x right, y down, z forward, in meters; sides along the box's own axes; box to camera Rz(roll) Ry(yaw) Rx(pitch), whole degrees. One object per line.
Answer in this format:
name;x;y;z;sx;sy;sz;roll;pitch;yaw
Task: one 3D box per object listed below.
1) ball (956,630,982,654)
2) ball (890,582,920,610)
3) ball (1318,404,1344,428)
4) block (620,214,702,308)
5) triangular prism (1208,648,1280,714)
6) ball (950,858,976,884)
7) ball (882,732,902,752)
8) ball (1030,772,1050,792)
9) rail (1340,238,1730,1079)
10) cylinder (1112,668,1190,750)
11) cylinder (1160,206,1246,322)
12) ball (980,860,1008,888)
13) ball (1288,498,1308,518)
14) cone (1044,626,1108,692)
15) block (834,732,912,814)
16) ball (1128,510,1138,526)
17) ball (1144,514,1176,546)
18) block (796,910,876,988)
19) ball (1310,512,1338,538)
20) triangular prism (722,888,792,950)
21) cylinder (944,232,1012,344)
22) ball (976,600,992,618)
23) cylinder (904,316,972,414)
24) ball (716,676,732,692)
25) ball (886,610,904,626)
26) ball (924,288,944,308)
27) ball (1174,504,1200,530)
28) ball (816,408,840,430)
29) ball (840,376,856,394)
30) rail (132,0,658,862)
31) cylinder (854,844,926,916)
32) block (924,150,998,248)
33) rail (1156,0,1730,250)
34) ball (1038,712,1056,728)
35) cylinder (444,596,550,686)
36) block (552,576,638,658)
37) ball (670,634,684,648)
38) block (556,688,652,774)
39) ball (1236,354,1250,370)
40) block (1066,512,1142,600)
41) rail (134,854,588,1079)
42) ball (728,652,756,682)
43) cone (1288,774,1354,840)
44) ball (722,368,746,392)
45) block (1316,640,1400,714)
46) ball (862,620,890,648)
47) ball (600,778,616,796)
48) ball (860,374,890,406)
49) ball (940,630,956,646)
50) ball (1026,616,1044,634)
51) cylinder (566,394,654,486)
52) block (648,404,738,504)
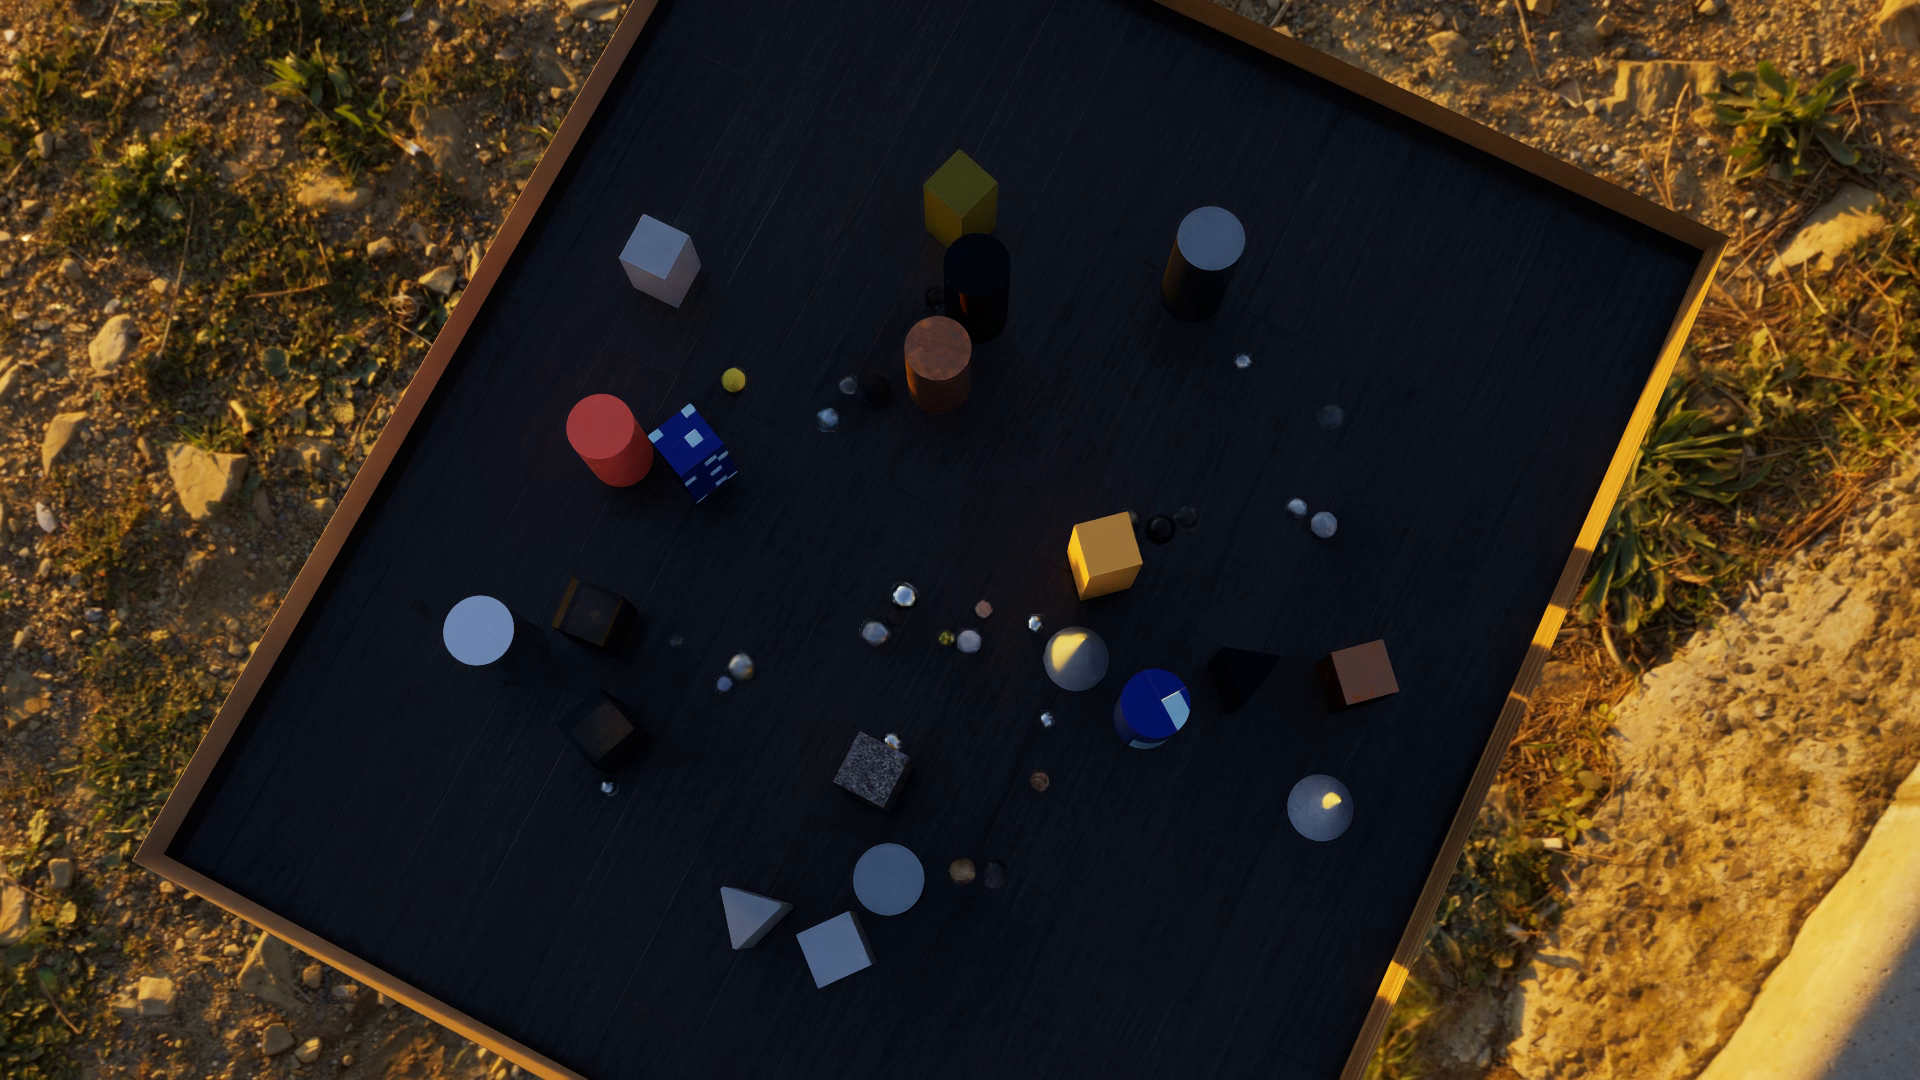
ball;0.028;0.307;5.515;0.075;0.075;0.075;0;78;0
ball;-0.166;0.171;5.537;0.086;0.086;0.086;0;78;0
ball;1.143;-0.382;5.656;0.078;0.078;0.078;0;78;0
block;-0.923;-0.859;5.660;0.158;0.263;0.158;26;79;5
triangular prism;0.807;0.384;5.386;0.148;0.296;0.171;38;81;7
ball;0.008;0.971;5.376;0.079;0.079;0.079;0;78;0
ball;-0.202;0.606;5.458;0.065;0.065;0.065;0;78;0
ball;0.237;0.717;5.438;0.059;0.059;0.059;0;78;0
rail;1.512;0.747;5.395;0.045;0.128;3.843;26;80;5
cylinder;0.552;0.495;5.341;0.197;0.338;0.197;0;78;0
cylinder;0.729;-0.827;5.545;0.197;0.475;0.197;0;78;0
ball;0.100;0.979;5.372;0.082;0.082;0.082;0;78;0
ball;1.032;-0.096;5.605;0.061;0.061;0.061;0;78;0
cone;0.352;0.319;5.351;0.197;0.391;0.197;0;78;0
block;-0.246;0.676;5.280;0.158;0.386;0.158;27;80;5
ball;0.521;-0.065;5.604;0.052;0.052;0.052;0;78;0
ball;0.609;-0.030;5.575;0.093;0.093;0.093;0;78;0
block;-0.347;1.159;5.197;0.158;0.352;0.158;-23;79;-5
ball;1.110;-0.047;5.585;0.081;0.081;0.081;0;78;0
triangular prism;-0.603;1.044;5.203;0.171;0.386;0.148;-43;81;-8
cylinder;0.050;-0.756;5.546;0.197;0.445;0.197;0;78;0
ball;0.072;0.210;5.547;0.052;0.052;0.052;0;78;0
cylinder;-0.065;-0.524;5.538;0.197;0.367;0.197;0;78;0
ball;-0.707;0.433;5.502;0.048;0.048;0.048;0;78;0
ball;-0.196;0.235;5.542;0.051;0.051;0.051;0;78;0
ball;-0.079;-0.759;5.740;0.065;0.065;0.065;0;78;0
ball;0.691;-0.069;5.590;0.080;0.080;0.080;0;78;0
ball;-0.408;-0.374;5.658;0.071;0.071;0.071;0;78;0
ball;-0.347;-0.480;5.688;0.054;0.054;0.054;0;78;0
rail;-1.512;-0.734;5.702;0.045;0.128;3.843;26;80;5
cylinder;-0.198;0.974;5.242;0.197;0.339;0.197;0;78;0
block;0.002;-1.028;5.646;0.158;0.359;0.158;43;81;8
rail;0.849;-1.655;5.893;3.428;0.128;0.045;26;80;5
ball;0.259;0.538;5.479;0.052;0.052;0.052;0;78;0
cylinder;-1.340;0.298;5.322;0.197;0.455;0.197;0;78;0
block;-1.082;0.231;5.438;0.158;0.256;0.158;21;79;4
ball;-0.856;0.303;5.532;0.043;0.043;0.043;0;78;0
block;-1.032;0.560;5.341;0.158;0.313;0.158;-41;81;-8
ball;0.882;-0.554;5.708;0.046;0.046;0.046;0;78;0
block;0.423;0.052;5.406;0.158;0.392;0.158;-14;79;-3
rail;-0.849;1.669;5.205;3.428;0.128;0.045;26;80;5
ball;-0.653;0.382;5.494;0.086;0.086;0.086;0;78;0
cone;1.073;0.765;5.303;0.197;0.304;0.197;0;78;0
ball;-0.702;-0.494;5.681;0.074;0.074;0.074;0;78;0
block;1.169;0.405;5.408;0.158;0.243;0.158;-15;79;-3
ball;-0.252;0.282;5.513;0.088;0.088;0.088;0;78;0
ball;-1.044;0.733;5.440;0.048;0.048;0.048;0;78;0
ball;-0.263;-0.466;5.663;0.099;0.099;0.099;0;78;0
ball;-0.038;0.298;5.531;0.047;0.047;0.047;0;78;0
ball;0.228;0.256;5.535;0.055;0.055;0.055;0;78;0
cylinder;-1.046;-0.295;5.500;0.197;0.348;0.197;0;78;0
block;-0.798;-0.256;5.494;0.158;0.343;0.158;-39;81;-7
